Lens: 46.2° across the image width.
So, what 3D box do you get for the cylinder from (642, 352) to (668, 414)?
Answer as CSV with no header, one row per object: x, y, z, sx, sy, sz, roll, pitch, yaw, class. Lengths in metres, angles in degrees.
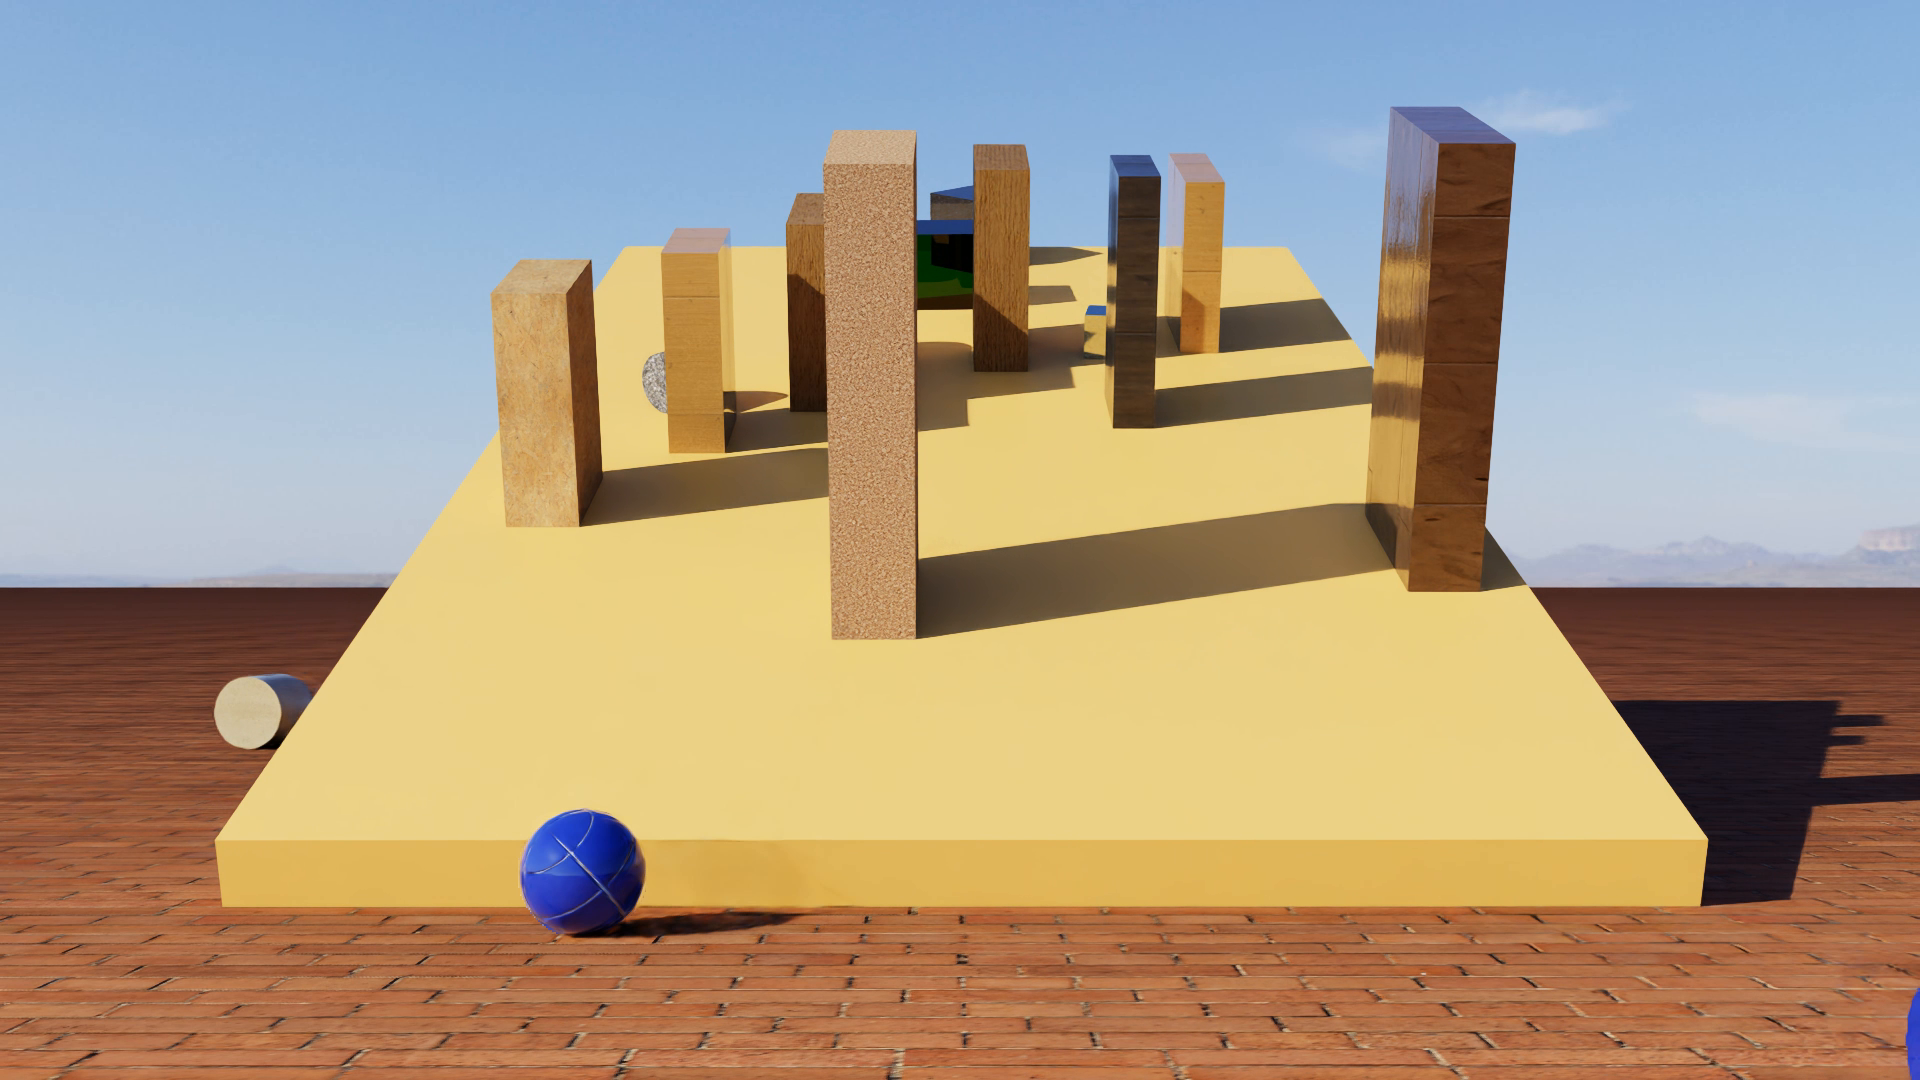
-0.615,-0.365,5.048,0.138,0.138,0.138,-1,16,39,cylinder

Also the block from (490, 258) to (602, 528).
-0.791,-0.287,4.333,0.138,0.451,0.310,0,19,0,block

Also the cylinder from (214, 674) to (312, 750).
-1.850,0.455,5.987,0.189,0.189,0.189,0,-1,11,cylinder

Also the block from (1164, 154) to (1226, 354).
0.589,-0.731,5.686,0.095,0.423,0.441,0,19,0,block

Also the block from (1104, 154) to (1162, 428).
0.378,-0.549,4.951,0.089,0.551,0.283,0,19,0,block

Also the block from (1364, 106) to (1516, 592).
0.845,-0.348,4.006,0.126,0.781,0.431,0,19,0,block

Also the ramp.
-0.004,-0.195,4.921,2.000,0.100,4.000,0,19,0,ramp

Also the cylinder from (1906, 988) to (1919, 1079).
0.844,0.407,1.779,0.129,0.129,0.129,0,-1,-7,cylinder

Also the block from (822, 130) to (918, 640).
-0.143,-0.263,3.747,0.139,0.784,0.350,0,19,0,block

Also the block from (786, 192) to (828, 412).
-0.310,-0.550,5.152,0.141,0.422,0.392,0,19,0,block

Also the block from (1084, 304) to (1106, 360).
0.365,-0.509,5.518,0.110,0.110,0.110,3,19,8,block

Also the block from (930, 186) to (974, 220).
0.054,-0.917,6.577,0.199,0.199,0.199,17,25,41,block

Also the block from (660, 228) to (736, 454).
-0.553,-0.427,4.783,0.117,0.426,0.271,0,19,0,block

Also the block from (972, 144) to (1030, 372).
0.098,-0.692,5.477,0.129,0.483,0.384,0,19,0,block

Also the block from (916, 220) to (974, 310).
-0.033,-0.742,6.057,0.204,0.204,0.204,-1,19,-3,block

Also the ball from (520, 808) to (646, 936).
-0.471,0.414,2.808,0.157,0.157,0.157,0,-1,0,ball
